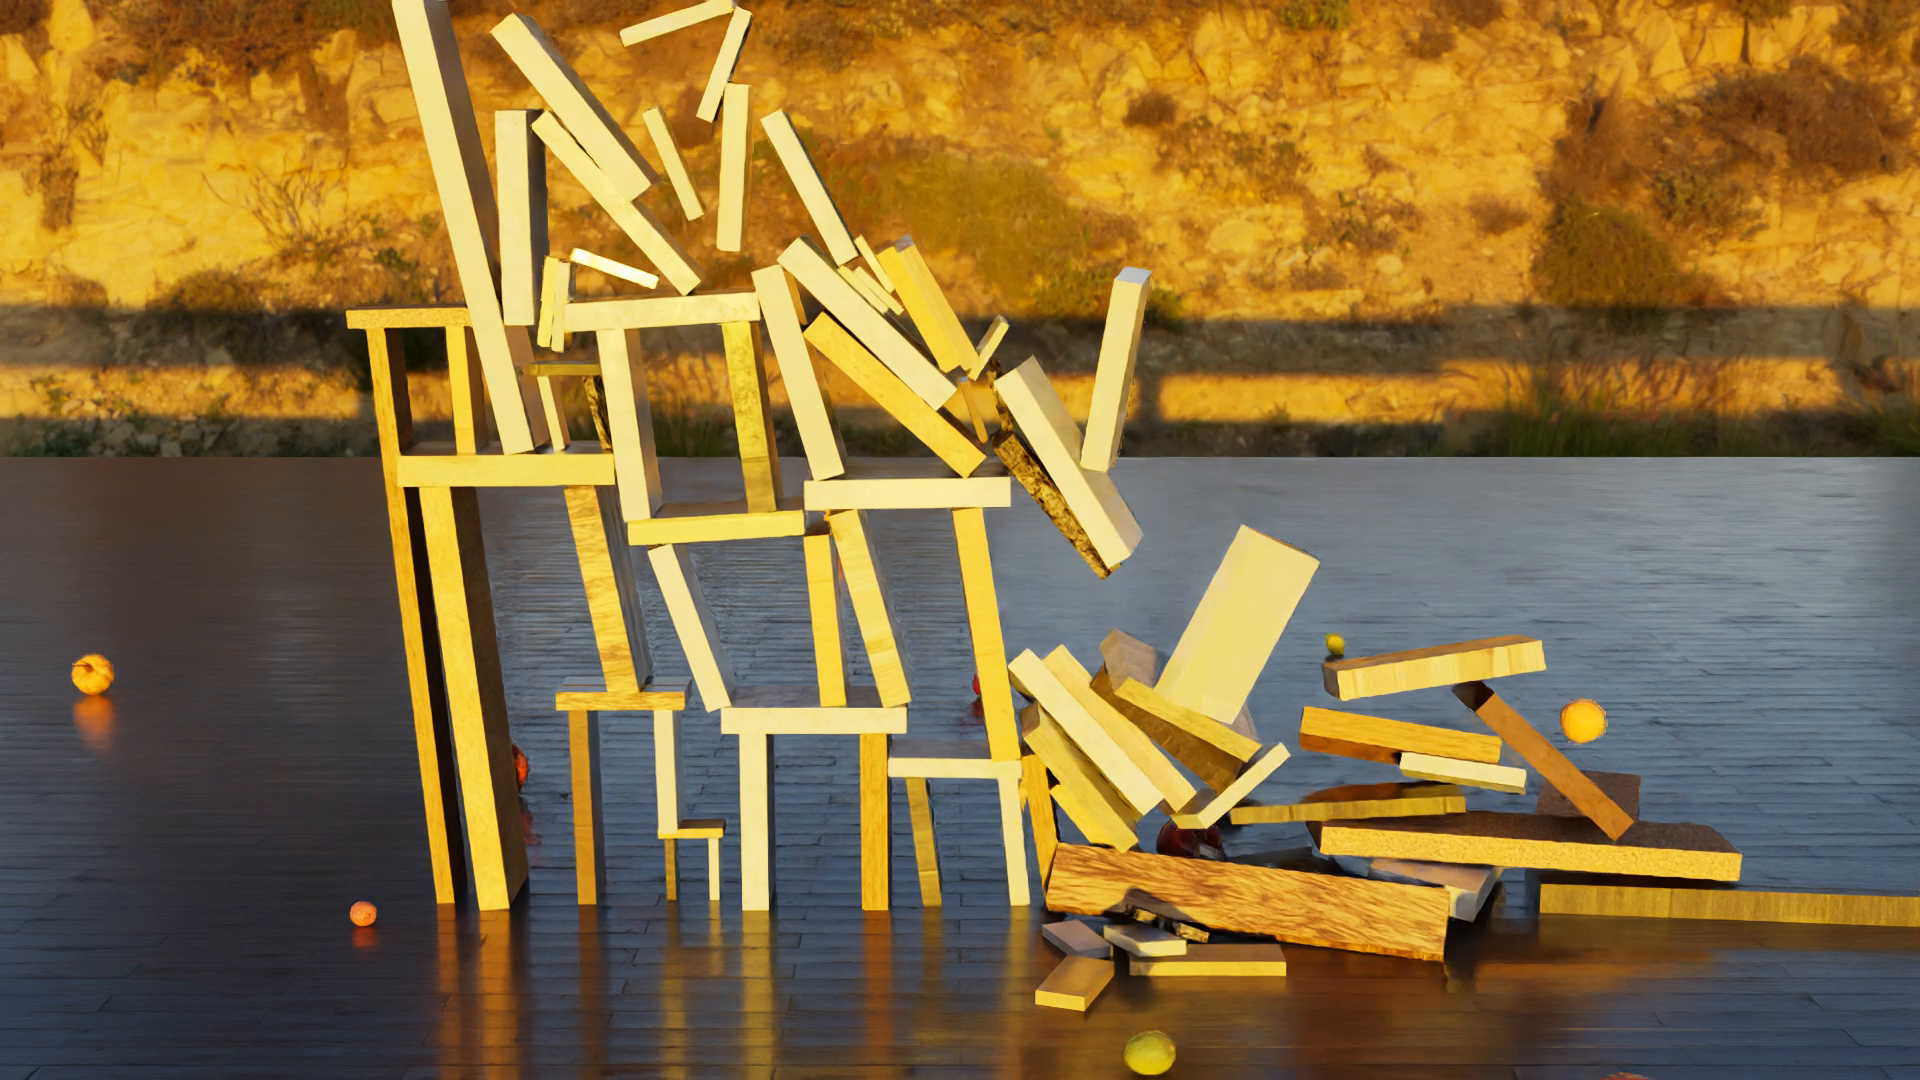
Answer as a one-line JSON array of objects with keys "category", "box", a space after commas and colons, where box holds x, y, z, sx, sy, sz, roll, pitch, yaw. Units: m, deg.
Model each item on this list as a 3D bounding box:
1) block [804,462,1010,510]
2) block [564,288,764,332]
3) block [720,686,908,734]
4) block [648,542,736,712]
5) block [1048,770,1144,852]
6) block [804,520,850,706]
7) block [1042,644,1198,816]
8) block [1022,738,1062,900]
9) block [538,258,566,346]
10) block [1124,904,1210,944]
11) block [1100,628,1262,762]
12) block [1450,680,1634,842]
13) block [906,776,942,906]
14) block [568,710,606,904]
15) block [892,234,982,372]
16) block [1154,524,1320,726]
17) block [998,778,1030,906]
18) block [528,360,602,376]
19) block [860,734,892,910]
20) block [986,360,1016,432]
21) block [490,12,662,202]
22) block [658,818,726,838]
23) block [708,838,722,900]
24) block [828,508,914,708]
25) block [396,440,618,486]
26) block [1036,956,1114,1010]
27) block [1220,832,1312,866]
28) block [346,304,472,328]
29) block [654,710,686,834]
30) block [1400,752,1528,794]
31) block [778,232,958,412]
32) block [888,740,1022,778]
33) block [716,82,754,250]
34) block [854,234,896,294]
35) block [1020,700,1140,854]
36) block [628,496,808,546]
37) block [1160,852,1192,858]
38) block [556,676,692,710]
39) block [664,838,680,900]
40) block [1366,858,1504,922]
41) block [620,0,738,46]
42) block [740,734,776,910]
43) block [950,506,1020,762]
[{"category": "block", "box": [-0.082, -0.087, 3.542, 0.324, 0.046, 0.162, -1, 11, 0]}, {"category": "block", "box": [-0.464, -0.367, 3.495, 0.302, 0.043, 0.151, -4, 10, 0]}, {"category": "block", "box": [-0.235, 0.277, 3.607, 0.298, 0.042, 0.149, 0, 11, 0]}, {"category": "block", "box": [-0.434, 0.129, 3.578, 0.039, 0.278, 0.139, -19, 10, 1]}, {"category": "block", "box": [0.240, 0.483, 3.643, 0.036, 0.254, 0.127, -38, 7, 8]}, {"category": "block", "box": [-0.216, 0.117, 3.584, 0.039, 0.278, 0.139, -5, 11, 1]}, {"category": "block", "box": [0.259, 0.321, 3.681, 0.047, 0.328, 0.164, -42, -7, -7]}, {"category": "block", "box": [0.140, 0.461, 3.660, 0.036, 0.254, 0.127, -9, 10, 4]}, {"category": "block", "box": [-0.648, -0.378, 3.490, 0.020, 0.139, 0.069, 7, 6, -2]}, {"category": "block", "box": [0.322, 0.597, 3.426, 0.123, 0.017, 0.062, 21, -5, -9]}, {"category": "block", "box": [0.363, 0.255, 3.622, 0.277, 0.039, 0.139, 28, 25, -23]}, {"category": "block", "box": [0.959, 0.355, 3.629, 0.320, 0.045, 0.160, 42, 6, -7]}, {"category": "block", "box": [-0.059, 0.483, 3.645, 0.031, 0.217, 0.108, -7, 10, 1]}, {"category": "block", "box": [-0.616, 0.428, 3.640, 0.029, 0.329, 0.104, -1, 11, 0]}, {"category": "block", "box": [-0.037, -0.378, 3.481, 0.030, 0.215, 0.108, -30, 18, 4]}, {"category": "block", "box": [0.442, 0.137, 3.510, 0.150, 0.301, 0.043, 22, 9, -37]}, {"category": "block", "box": [0.089, 0.483, 3.646, 0.031, 0.217, 0.108, -6, 10, 1]}, {"category": "block", "box": [-0.621, -0.274, 3.505, 0.119, 0.017, 0.059, 0, 11, 4]}, {"category": "block", "box": [-0.138, 0.444, 3.638, 0.042, 0.298, 0.149, 0, 11, 1]}, {"category": "block", "box": [0.066, -0.232, 3.531, 0.015, 0.104, 0.052, -12, 23, 13]}, {"category": "block", "box": [-0.595, -0.674, 3.432, 0.046, 0.327, 0.163, -38, 10, 6]}, {"category": "block", "box": [-0.444, 0.478, 3.645, 0.106, 0.015, 0.053, -1, 11, 0]}, {"category": "block", "box": [-0.406, 0.538, 3.656, 0.015, 0.106, 0.053, 0, 11, 0]}, {"category": "block", "box": [-0.143, 0.096, 3.578, 0.046, 0.324, 0.162, -15, 10, 3]}, {"category": "block", "box": [-0.714, -0.125, 3.541, 0.341, 0.048, 0.171, -1, 11, 0]}, {"category": "block", "box": [0.172, 0.655, 3.258, 0.075, 0.021, 0.149, 4, 11, 21]}, {"category": "block", "box": [0.507, 0.514, 3.648, 0.139, 0.020, 0.070, -8, 13, 0]}, {"category": "block", "box": [-0.861, -0.357, 3.497, 0.200, 0.028, 0.100, -1, 11, 1]}, {"category": "block", "box": [-0.479, 0.368, 3.628, 0.029, 0.208, 0.104, -1, 11, 1]}, {"category": "block", "box": [0.825, 0.382, 3.601, 0.198, 0.028, 0.099, 7, -11, 17]}, {"category": "block", "box": [-0.144, -0.348, 3.493, 0.340, 0.048, 0.170, 43, 7, -7]}, {"category": "block", "box": [-0.007, 0.361, 3.621, 0.217, 0.031, 0.108, 0, 11, 2]}, {"category": "block", "box": [-0.351, -0.586, 3.446, 0.036, 0.253, 0.126, 4, 12, -2]}, {"category": "block", "box": [-0.135, -0.438, 3.487, 0.014, 0.098, 0.049, -33, 10, 4]}, {"category": "block", "box": [0.193, 0.382, 3.565, 0.036, 0.254, 0.127, -38, 12, 8]}, {"category": "block", "box": [-0.388, -0.031, 3.555, 0.278, 0.039, 0.139, -4, 10, -1]}, {"category": "block", "box": [0.385, 0.543, 3.671, 0.095, 0.013, 0.047, 12, 10, -20]}, {"category": "block", "box": [-0.550, 0.251, 3.607, 0.208, 0.029, 0.104, 0, 11, 0]}, {"category": "block", "box": [-0.478, 0.538, 3.656, 0.015, 0.106, 0.053, -1, 11, 0]}, {"category": "block", "box": [0.793, 0.539, 3.638, 0.173, 0.049, 0.346, 11, 11, 21]}, {"category": "block", "box": [-0.433, -0.803, 3.400, 0.176, 0.025, 0.088, -17, 13, 5]}, {"category": "block", "box": [-0.334, 0.444, 3.637, 0.042, 0.298, 0.149, 0, 11, 0]}, {"category": "block", "box": [0.039, 0.139, 3.585, 0.046, 0.416, 0.162, -9, 11, -1]}]
